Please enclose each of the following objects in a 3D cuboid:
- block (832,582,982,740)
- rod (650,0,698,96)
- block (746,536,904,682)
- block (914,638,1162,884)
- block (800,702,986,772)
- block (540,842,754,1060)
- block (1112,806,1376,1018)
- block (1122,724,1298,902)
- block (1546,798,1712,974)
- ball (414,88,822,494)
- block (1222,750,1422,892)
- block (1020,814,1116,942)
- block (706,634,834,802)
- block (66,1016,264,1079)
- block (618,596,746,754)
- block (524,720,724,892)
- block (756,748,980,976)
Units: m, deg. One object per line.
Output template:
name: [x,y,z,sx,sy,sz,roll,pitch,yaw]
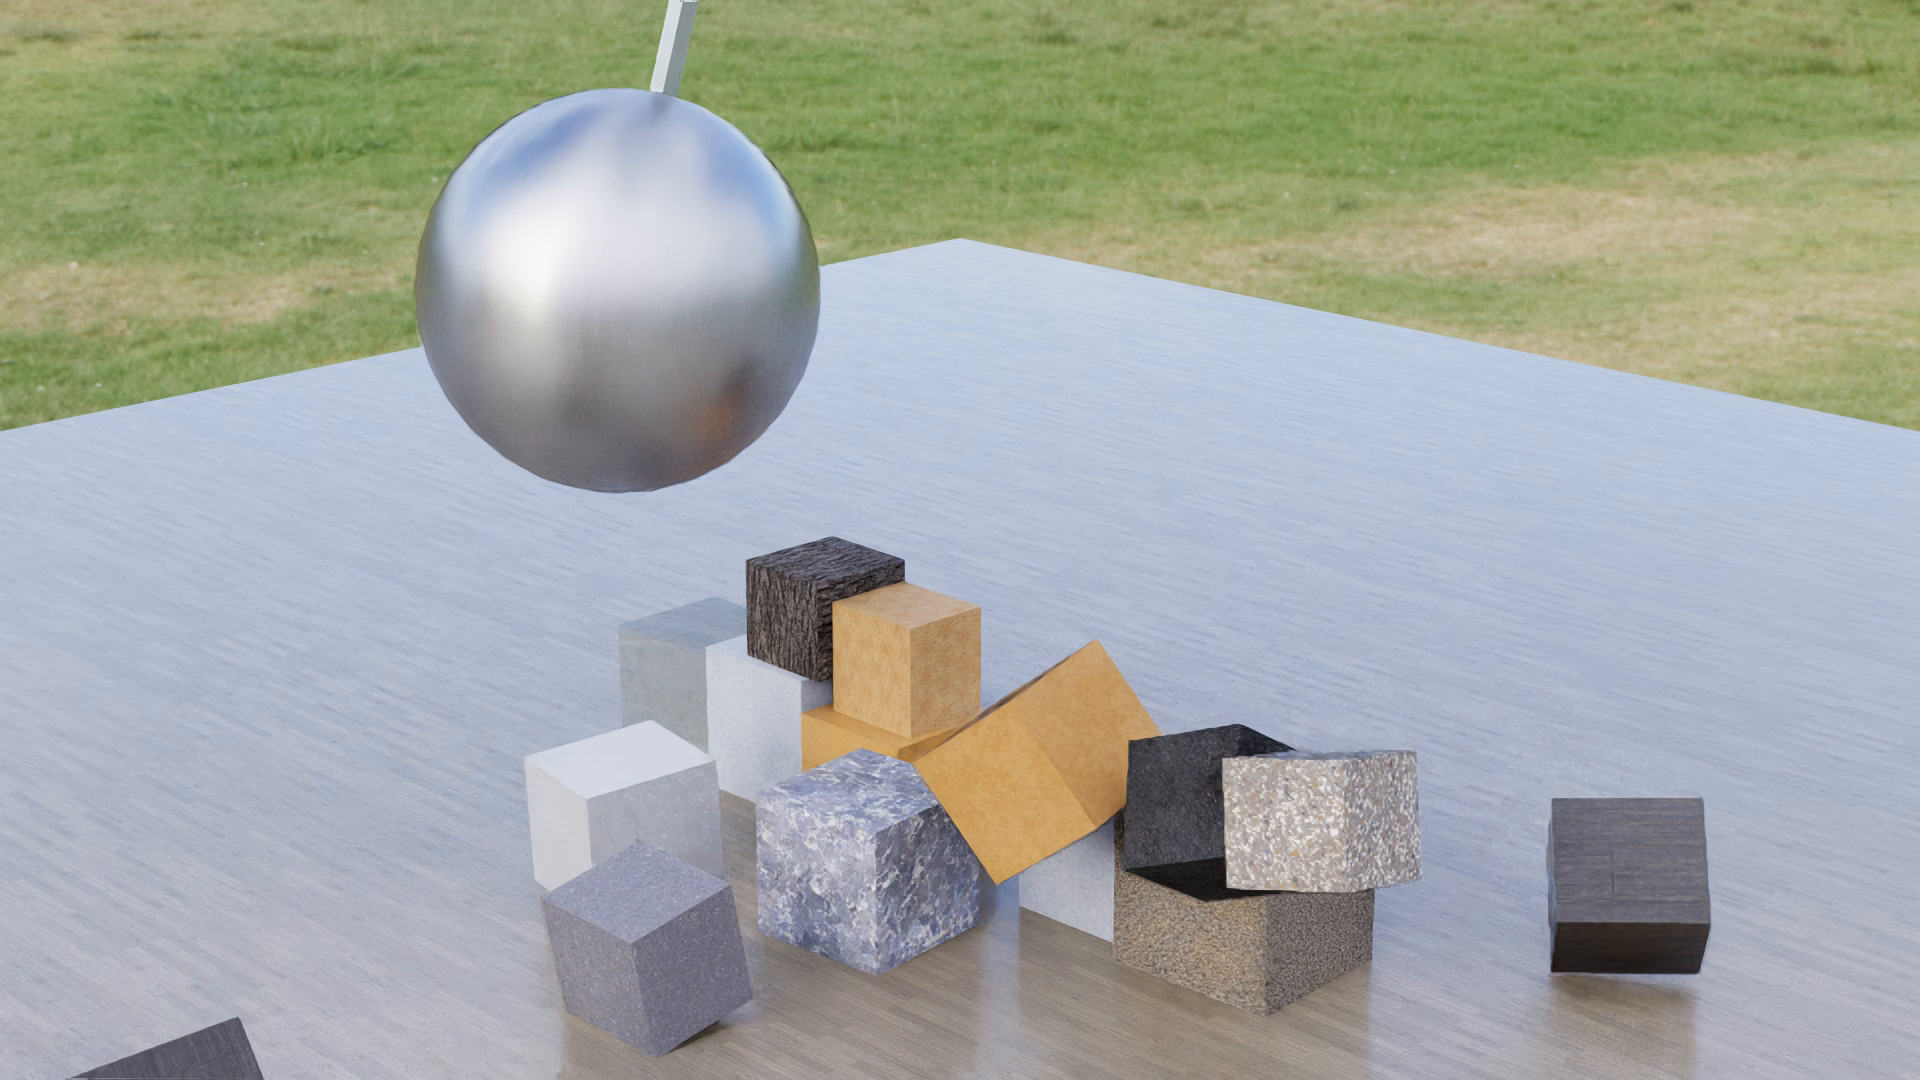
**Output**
block: [-0.251,0.559,13.796,0.454,0.539,0.534,-16,24,-42]
rod: [-0.585,-4.287,11.382,0.080,5.200,0.080,17,5,42]
block: [-0.645,0.325,14.099,0.557,0.485,0.521,-16,23,-41]
block: [0.362,0.927,12.265,0.628,0.619,0.685,-33,-2,-45]
block: [-0.286,1.086,13.952,0.658,0.561,0.661,17,24,42]
block: [-1.277,1.667,11.979,0.520,0.550,0.601,-28,31,-36]
block: [1.214,1.454,12.495,0.815,0.733,0.758,16,23,41]
block: [1.042,1.091,11.654,0.535,0.527,0.567,-12,-26,38]
block: [2.794,1.453,12.301,0.614,0.605,0.550,-1,62,9]
ball: [-1.349,-0.982,11.619,1.600,1.600,1.600,0,17,0]
block: [1.381,1.062,11.170,0.523,0.491,0.567,-3,-2,37]
block: [0.703,1.339,13.035,0.639,0.629,0.600,16,24,42]
block: [-0.749,0.863,14.398,0.699,0.720,0.691,-17,24,-42]
block: [-2.640,2.149,9.908,0.698,0.578,0.672,-19,55,-20]
block: [-1.249,0.746,14.891,0.640,0.648,0.713,-17,24,-42]
block: [-1.512,1.266,13.224,0.656,0.614,0.584,-15,24,-32]
block: [-0.399,1.394,12.807,0.688,0.661,0.687,14,22,38]
